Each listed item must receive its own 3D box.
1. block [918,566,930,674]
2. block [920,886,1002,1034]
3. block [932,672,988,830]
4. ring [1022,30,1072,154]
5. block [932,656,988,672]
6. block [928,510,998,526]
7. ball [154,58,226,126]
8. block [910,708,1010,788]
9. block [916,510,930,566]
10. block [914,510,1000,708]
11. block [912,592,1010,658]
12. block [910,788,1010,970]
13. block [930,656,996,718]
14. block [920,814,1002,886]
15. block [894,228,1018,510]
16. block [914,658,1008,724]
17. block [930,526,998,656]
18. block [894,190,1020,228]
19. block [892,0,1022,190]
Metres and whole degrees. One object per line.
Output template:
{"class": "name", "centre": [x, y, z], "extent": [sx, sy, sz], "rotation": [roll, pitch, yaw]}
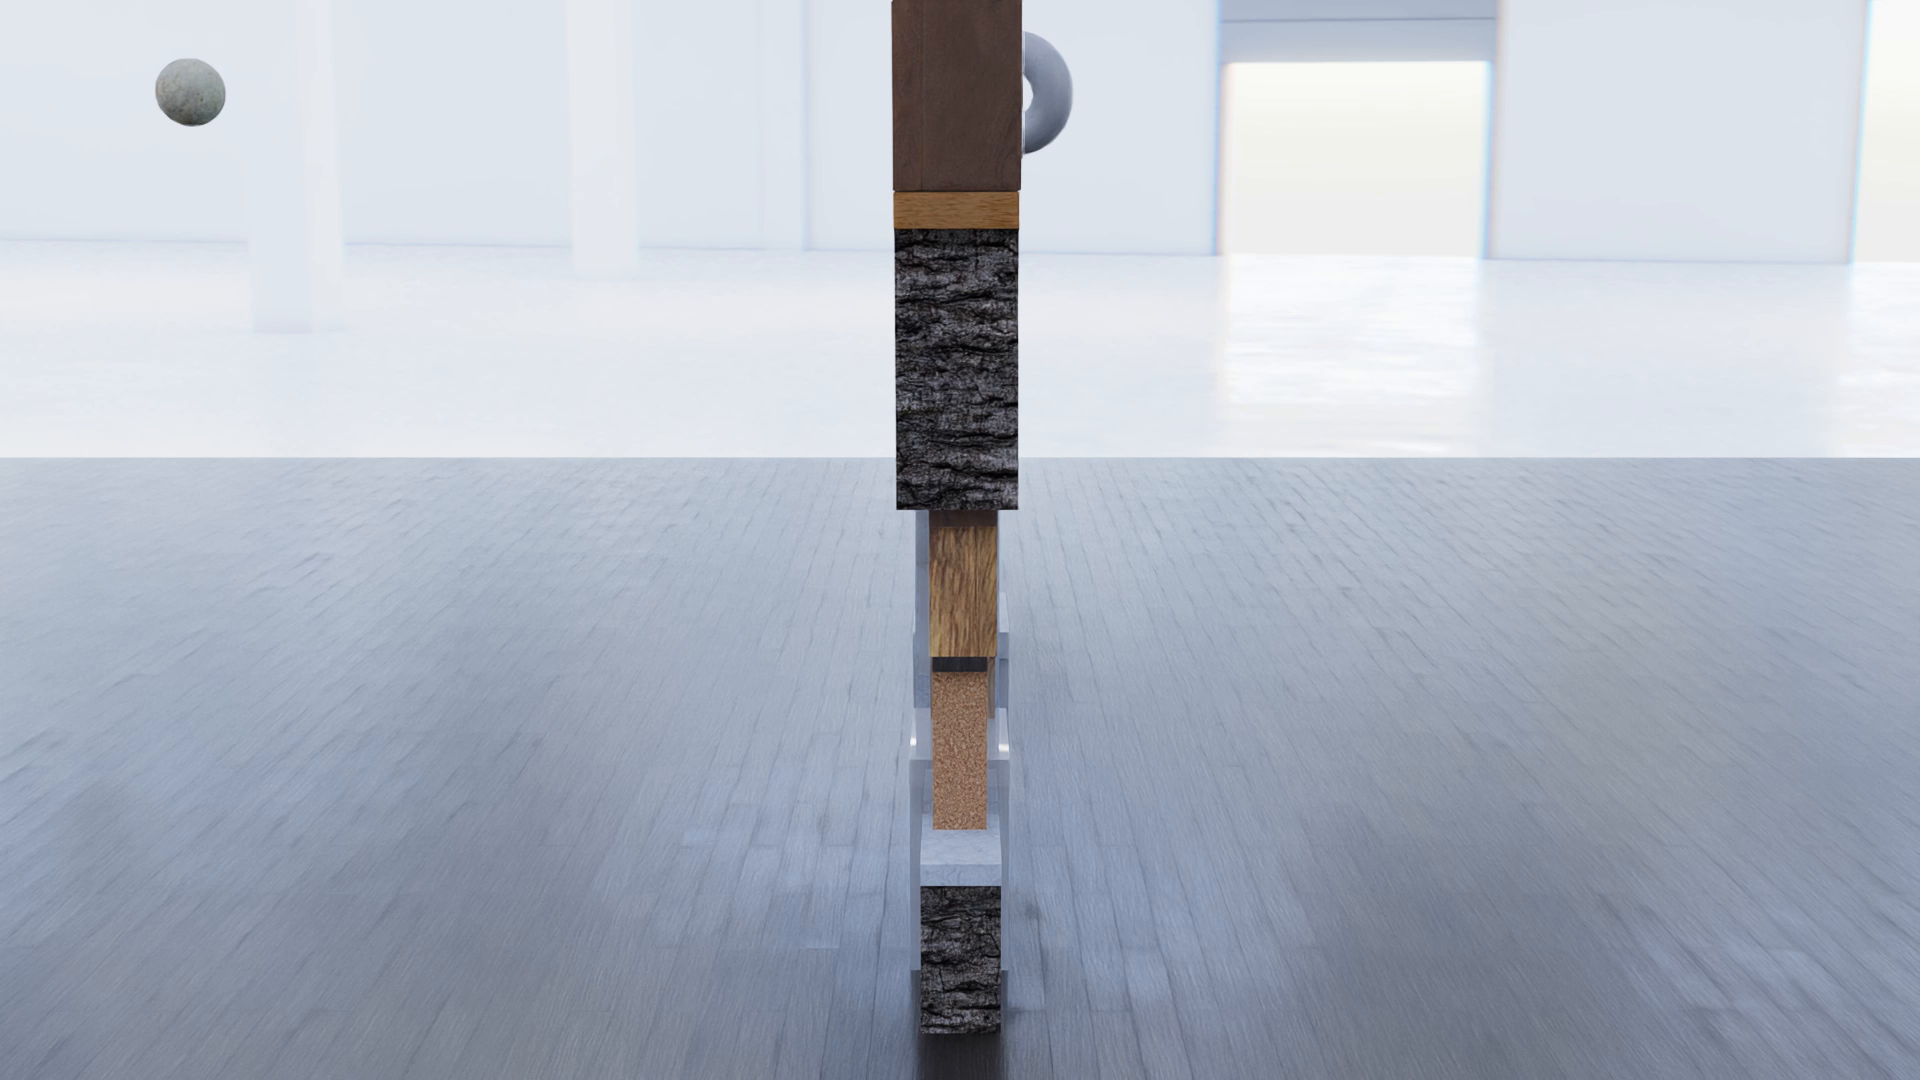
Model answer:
{"class": "block", "centre": [-0.005, -0.013, 3.680], "extent": [0.129, 0.480, 0.037], "rotation": [0, 11, 0]}
{"class": "block", "centre": [0.001, 0.582, 3.096], "extent": [0.112, 0.225, 0.032], "rotation": [0, 10, 0]}
{"class": "block", "centre": [0.000, 0.300, 3.171], "extent": [0.078, 0.239, 0.022], "rotation": [0, 11, 0]}
{"class": "ring", "centre": [0.155, -1.281, 6.302], "extent": [0.357, 0.357, 0.119], "rotation": [4, 20, 22]}
{"class": "block", "centre": [0.000, 0.162, 3.199], "extent": [0.078, 0.022, 0.157], "rotation": [0, 11, 0]}
{"class": "block", "centre": [0.004, -0.050, 3.158], "extent": [0.095, 0.027, 0.191], "rotation": [0, 11, 0]}
{"class": "ball", "centre": [-1.927, -1.121, 5.506], "extent": [0.169, 0.169, 0.169], "rotation": [0, 11, 0]}
{"class": "block", "centre": [-0.001, 0.318, 3.394], "extent": [0.148, 0.042, 0.297], "rotation": [0, 11, 0]}
{"class": "block", "centre": [-0.004, -0.090, 3.491], "extent": [0.129, 0.258, 0.037], "rotation": [0, 11, 0]}
{"class": "block", "centre": [-0.005, 0.110, 3.806], "extent": [0.145, 0.461, 0.041], "rotation": [0, 10, 0]}
{"class": "block", "centre": [0.002, 0.154, 4.026], "extent": [0.170, 0.048, 0.339], "rotation": [0, 11, 0]}
{"class": "block", "centre": [-0.001, 0.502, 3.327], "extent": [0.148, 0.297, 0.042], "rotation": [0, 11, 0]}
{"class": "block", "centre": [0.004, 0.179, 3.466], "extent": [0.102, 0.204, 0.029], "rotation": [0, 11, 0]}
{"class": "block", "centre": [0.001, 0.442, 3.146], "extent": [0.112, 0.032, 0.225], "rotation": [0, 11, 0]}
{"class": "block", "centre": [-0.004, -0.236, 3.028], "extent": [0.169, 0.387, 0.048], "rotation": [0, 10, 0]}
{"class": "block", "centre": [0.002, 0.365, 3.950], "extent": [0.170, 0.339, 0.048], "rotation": [0, 11, 0]}
{"class": "block", "centre": [0.004, 0.069, 3.115], "extent": [0.095, 0.191, 0.027], "rotation": [0, 11, 0]}
{"class": "block", "centre": [-0.005, -0.470, 3.099], "extent": [0.169, 0.048, 0.338], "rotation": [0, 10, 0]}
{"class": "block", "centre": [-0.004, -0.664, 3.004], "extent": [0.177, 0.368, 0.050], "rotation": [0, 10, 0]}
